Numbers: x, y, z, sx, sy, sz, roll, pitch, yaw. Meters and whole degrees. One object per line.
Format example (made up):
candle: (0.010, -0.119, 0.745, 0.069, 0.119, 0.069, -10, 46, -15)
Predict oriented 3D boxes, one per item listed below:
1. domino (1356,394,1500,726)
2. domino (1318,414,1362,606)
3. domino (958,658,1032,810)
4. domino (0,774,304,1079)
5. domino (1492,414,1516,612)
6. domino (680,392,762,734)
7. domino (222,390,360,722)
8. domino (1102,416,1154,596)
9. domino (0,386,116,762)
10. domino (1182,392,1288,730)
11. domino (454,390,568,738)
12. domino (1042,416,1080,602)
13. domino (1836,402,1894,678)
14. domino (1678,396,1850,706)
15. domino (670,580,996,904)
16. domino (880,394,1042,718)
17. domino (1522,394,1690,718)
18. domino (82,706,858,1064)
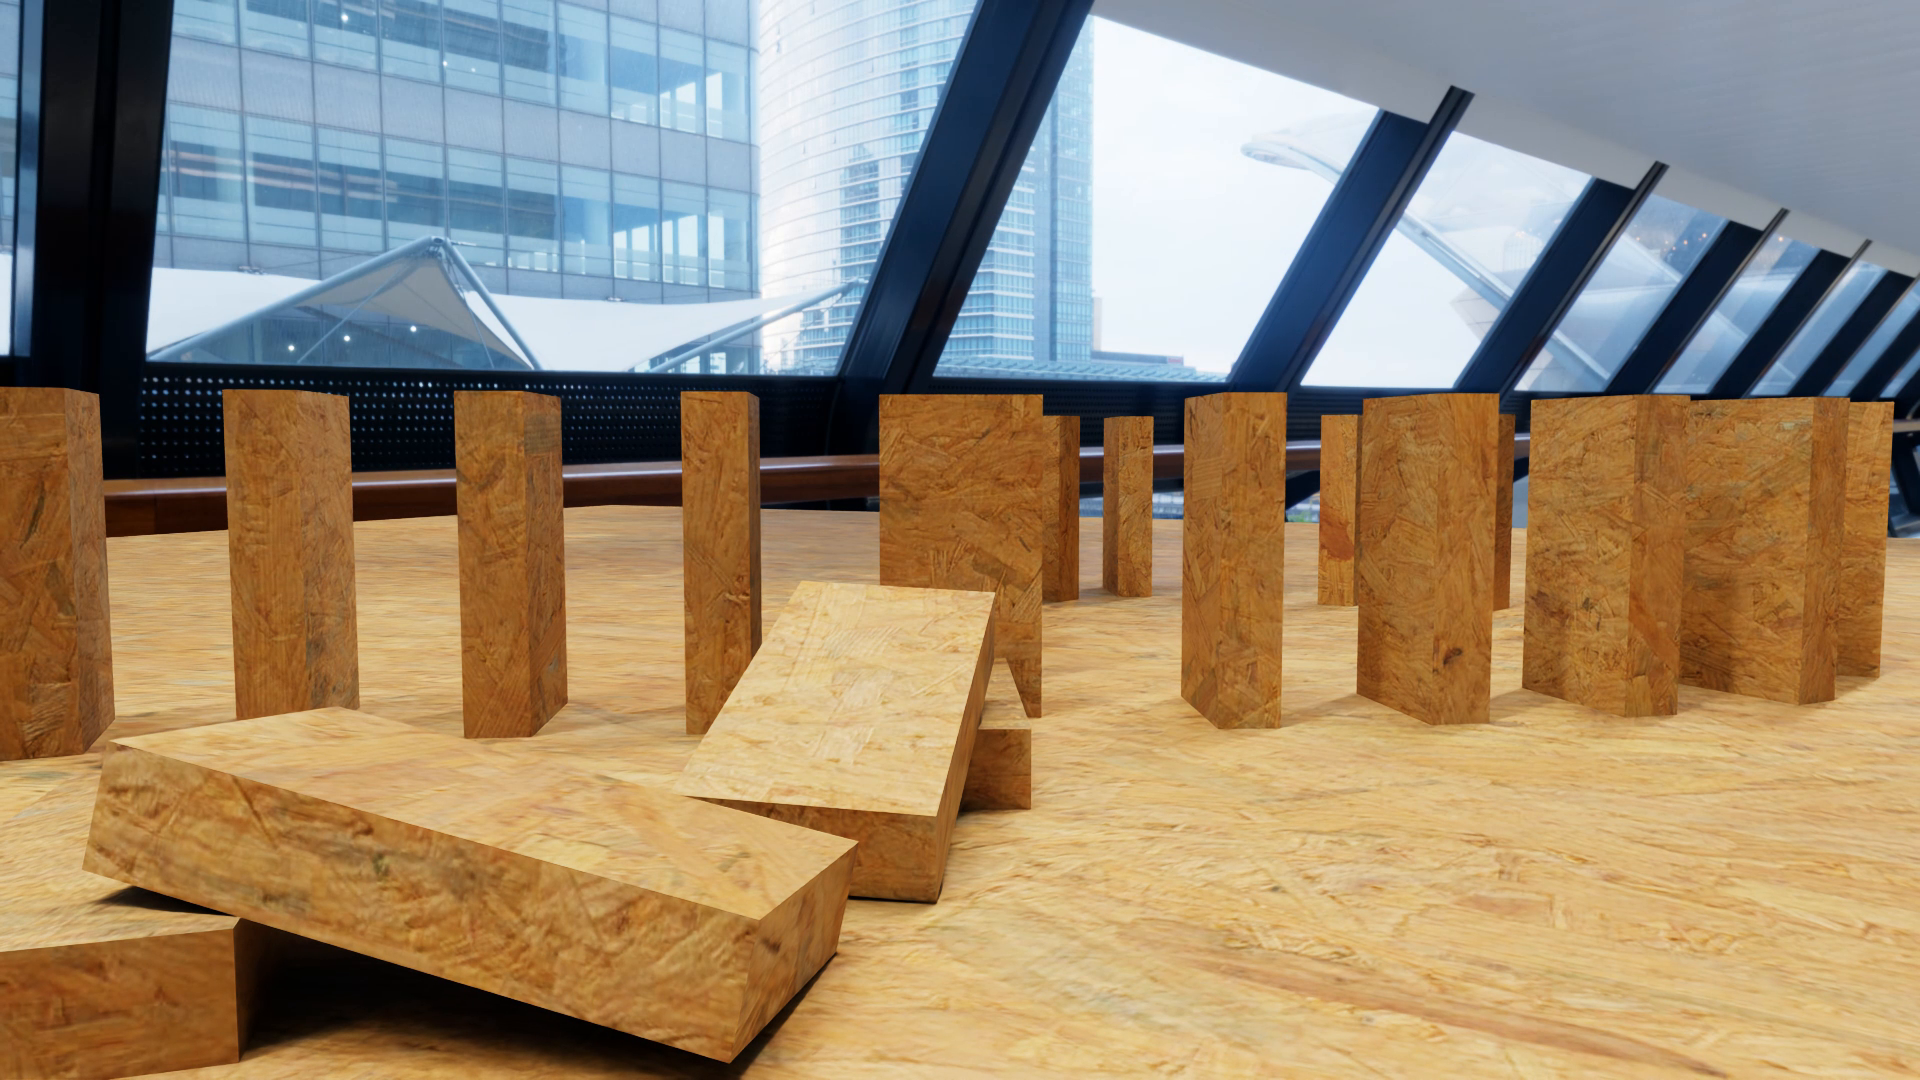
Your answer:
domino: (0.074, 0.002, 0.205, 0.009, 0.050, 0.025, -1, 4, -8)
domino: (0.106, -0.008, 0.346, 0.010, 0.050, 0.025, 3, 5, 36)
domino: (-0.005, 0.025, 0.174, 0.025, 0.009, 0.050, 0, 4, -1)
domino: (-0.069, 0.030, 0.108, 0.025, 0.009, 0.050, -1, 4, -17)
domino: (0.130, -0.007, 0.326, 0.025, 0.050, 0.009, -4, 6, -44)
domino: (-0.036, 0.003, 0.199, 0.010, 0.050, 0.025, 0, 4, -5)
domino: (-0.100, 0.003, 0.192, 0.010, 0.050, 0.025, -1, 4, -10)
domino: (0.048, -0.010, 0.368, 0.009, 0.050, 0.025, 0, 4, -3)
domino: (-0.130, 0.004, 0.183, 0.009, 0.050, 0.025, -2, 5, -25)
domino: (0.043, 0.002, 0.202, 0.009, 0.050, 0.025, 0, 4, -3)
domino: (-0.068, 0.003, 0.196, 0.009, 0.050, 0.025, 0, 4, -5)
domino: (0.020, -0.009, 0.355, 0.025, 0.050, 0.009, 4, 6, 40)
domino: (0.158, -0.001, 0.242, 0.025, 0.050, 0.009, 2, 5, 27)
domino: (0.136, 0.001, 0.220, 0.010, 0.050, 0.025, -2, 5, -25)
domino: (-0.011, 0.019, 0.142, 0.025, 0.010, 0.050, 3, 22, 7)
domino: (0.000, 0.002, 0.202, 0.025, 0.050, 0.009, 0, 4, -1)
domino: (0.105, 0.002, 0.211, 0.009, 0.050, 0.025, -1, 4, -12)
domino: (-0.036, 0.024, 0.100, 0.050, 0.010, 0.025, 12, 1, 10)
